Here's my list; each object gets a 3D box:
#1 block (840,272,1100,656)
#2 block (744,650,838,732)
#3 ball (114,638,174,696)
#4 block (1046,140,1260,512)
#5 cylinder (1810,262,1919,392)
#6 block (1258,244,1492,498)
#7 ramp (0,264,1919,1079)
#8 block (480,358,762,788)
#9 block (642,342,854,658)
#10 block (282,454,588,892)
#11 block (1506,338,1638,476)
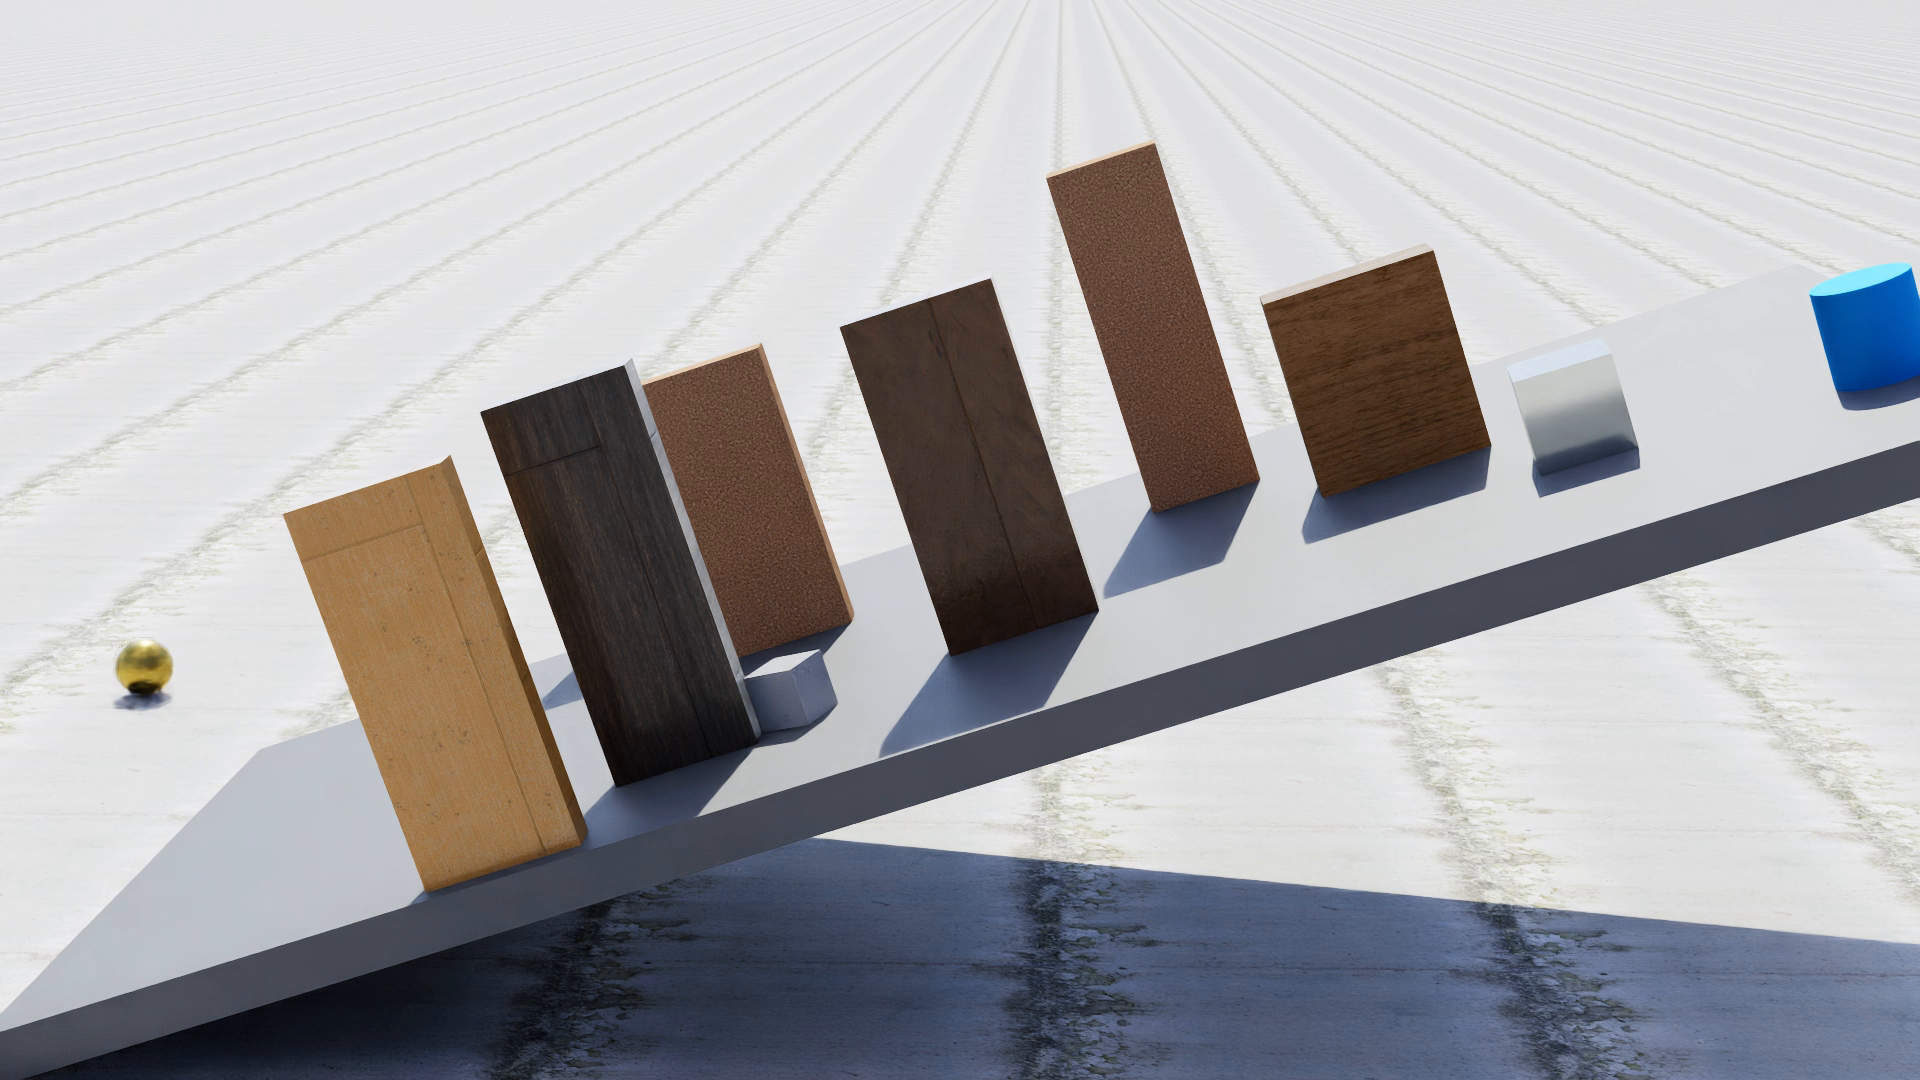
[{"bbox_3d":[0.023,-0.151,5.932,0.316,0.707,0.102,-17,11,5],"label":"block"},{"bbox_3d":[-0.336,0.301,5.859,0.116,0.116,0.116,-12,12,32],"label":"block"},{"bbox_3d":[-2.316,0.361,8.355,0.163,0.163,0.163,0,12,0],"label":"ball"},{"bbox_3d":[0.439,-0.483,6.668,0.255,0.799,0.116,-17,11,5],"label":"block"},{"bbox_3d":[1.766,-0.412,5.691,0.195,0.195,0.195,-18,11,3],"label":"cylinder"},{"bbox_3d":[0.885,-0.363,6.284,0.372,0.436,0.142,-17,11,5],"label":"block"},{"bbox_3d":[0.103,0.182,6.309,4.000,0.100,2.000,-17,11,5],"label":"ramp"},{"bbox_3d":[-0.658,0.066,5.765,0.297,0.789,0.103,-17,11,5],"label":"block"},{"bbox_3d":[-0.531,-0.070,6.614,0.395,0.653,0.090,-17,11,5],"label":"block"},{"bbox_3d":[-0.965,0.250,5.439,0.308,0.756,0.088,-17,11,5],"label":"block"},{"bbox_3d":[1.222,-0.268,5.876,0.197,0.197,0.197,-17,11,10],"label":"block"}]
